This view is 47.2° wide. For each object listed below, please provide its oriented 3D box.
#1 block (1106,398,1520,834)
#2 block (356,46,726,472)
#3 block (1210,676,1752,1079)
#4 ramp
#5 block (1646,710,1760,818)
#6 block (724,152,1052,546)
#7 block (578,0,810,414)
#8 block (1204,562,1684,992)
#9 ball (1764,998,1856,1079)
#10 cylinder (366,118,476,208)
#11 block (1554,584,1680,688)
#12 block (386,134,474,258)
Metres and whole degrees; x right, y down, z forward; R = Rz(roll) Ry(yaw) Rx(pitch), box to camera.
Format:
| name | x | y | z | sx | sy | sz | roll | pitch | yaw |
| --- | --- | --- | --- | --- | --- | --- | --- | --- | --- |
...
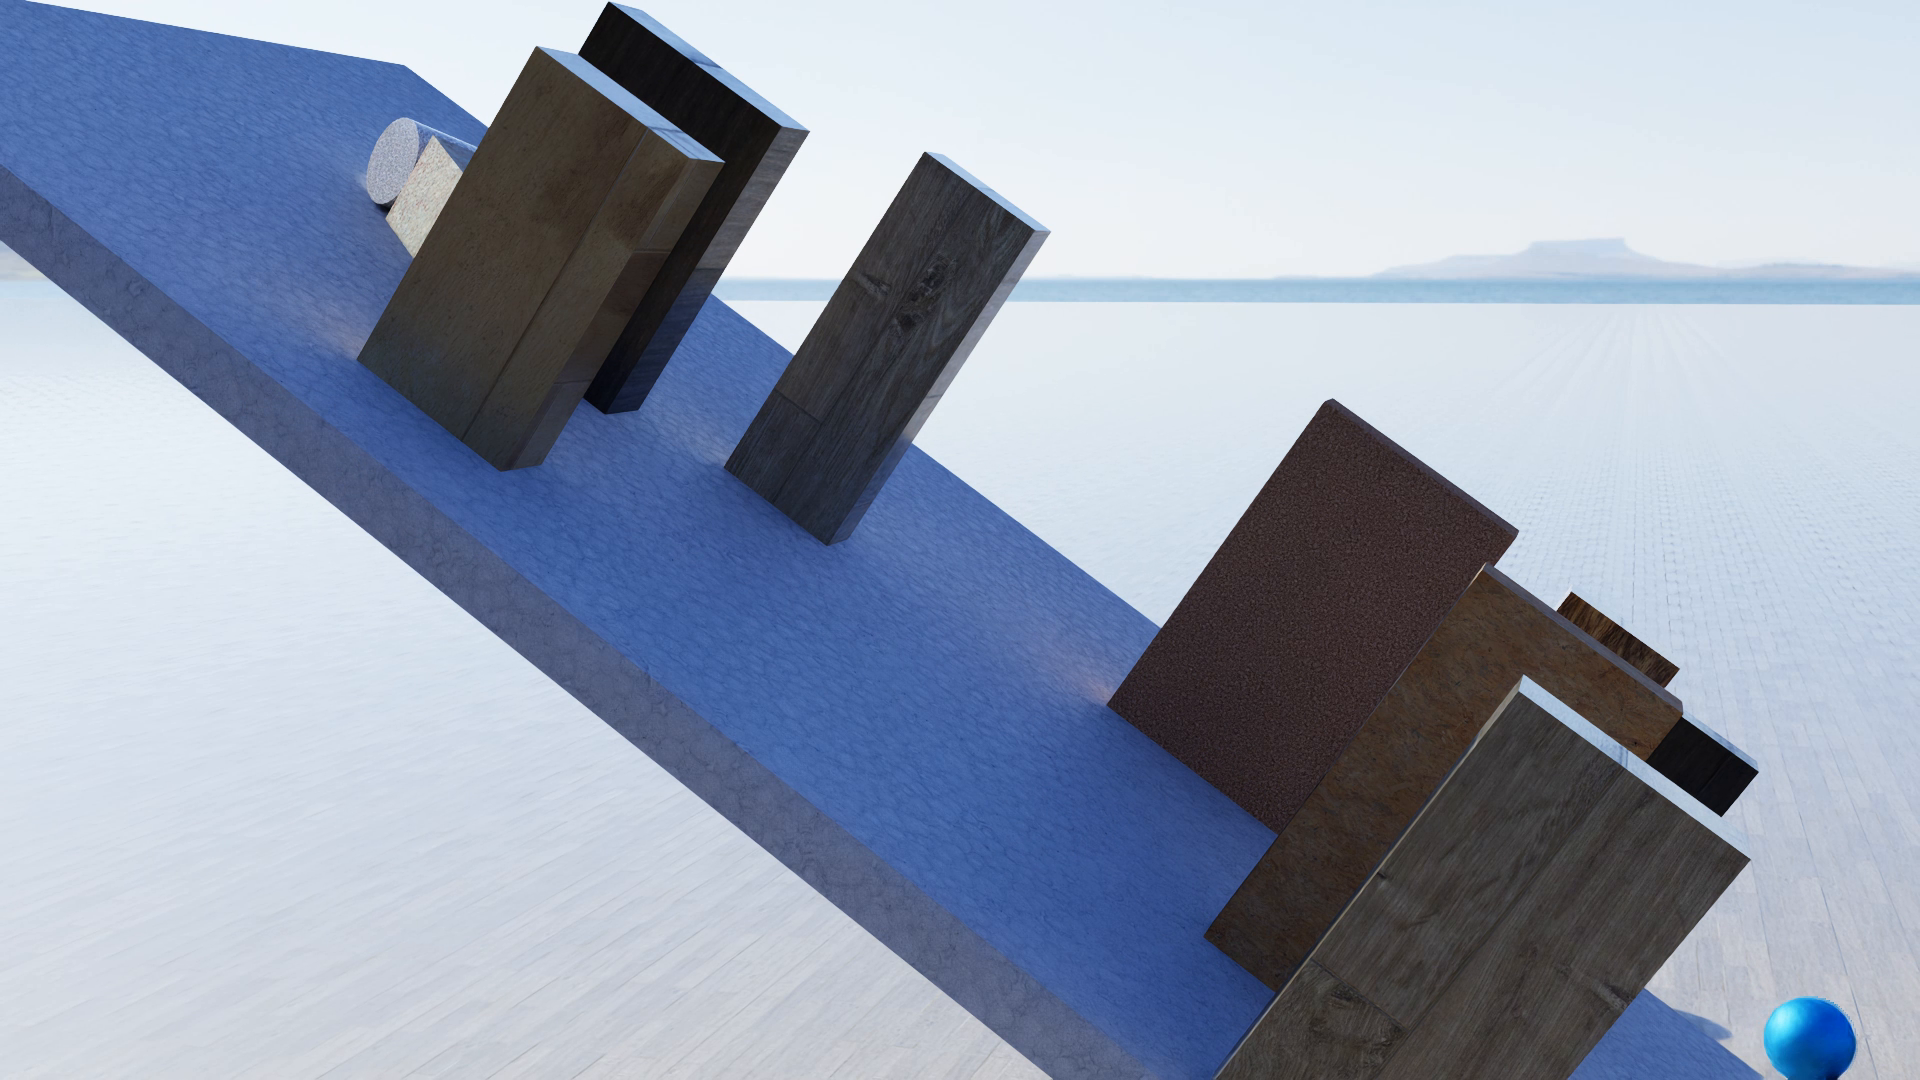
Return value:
| name | x | y | z | sx | sy | sz | roll | pitch | yaw |
| --- | --- | --- | --- | --- | --- | --- | --- | --- | --- |
| block | 0.663 | 0.151 | 4.177 | 0.427 | 0.721 | 0.119 | 37 | 16 | 10 |
| block | -0.668 | -0.441 | 3.487 | 0.308 | 0.587 | 0.136 | 37 | 16 | 10 |
| block | 0.675 | 0.574 | 2.928 | 0.349 | 0.715 | 0.122 | 37 | 16 | 10 |
| ramp | -0.101 | 0.177 | 4.087 | 4.000 | 0.100 | 2.000 | 37 | 16 | 10 |
| block | 1.333 | 0.593 | 4.513 | 0.295 | 0.564 | 0.101 | 37 | 16 | 10 |
| block | -0.139 | -0.350 | 4.078 | 0.251 | 0.705 | 0.115 | 37 | 16 | 10 |
| block | -0.615 | -0.601 | 4.022 | 0.399 | 0.619 | 0.140 | 37 | 16 | 10 |
| block | 0.746 | 0.440 | 3.436 | 0.360 | 0.739 | 0.102 | 37 | 16 | 10 |
| ball | 1.943 | 1.147 | 5.031 | 0.197 | 0.197 | 0.197 | 0 | 7 | 0 |
| cylinder | -1.043 | -0.717 | 4.334 | 0.176 | 0.176 | 0.176 | 7 | -8 | 45 |
| block | 1.112 | 0.431 | 4.356 | 0.248 | 0.666 | 0.120 | 37 | 16 | 10 |
| block | -0.942 | -0.619 | 4.215 | 0.192 | 0.192 | 0.192 | 19 | 22 | -45 |
